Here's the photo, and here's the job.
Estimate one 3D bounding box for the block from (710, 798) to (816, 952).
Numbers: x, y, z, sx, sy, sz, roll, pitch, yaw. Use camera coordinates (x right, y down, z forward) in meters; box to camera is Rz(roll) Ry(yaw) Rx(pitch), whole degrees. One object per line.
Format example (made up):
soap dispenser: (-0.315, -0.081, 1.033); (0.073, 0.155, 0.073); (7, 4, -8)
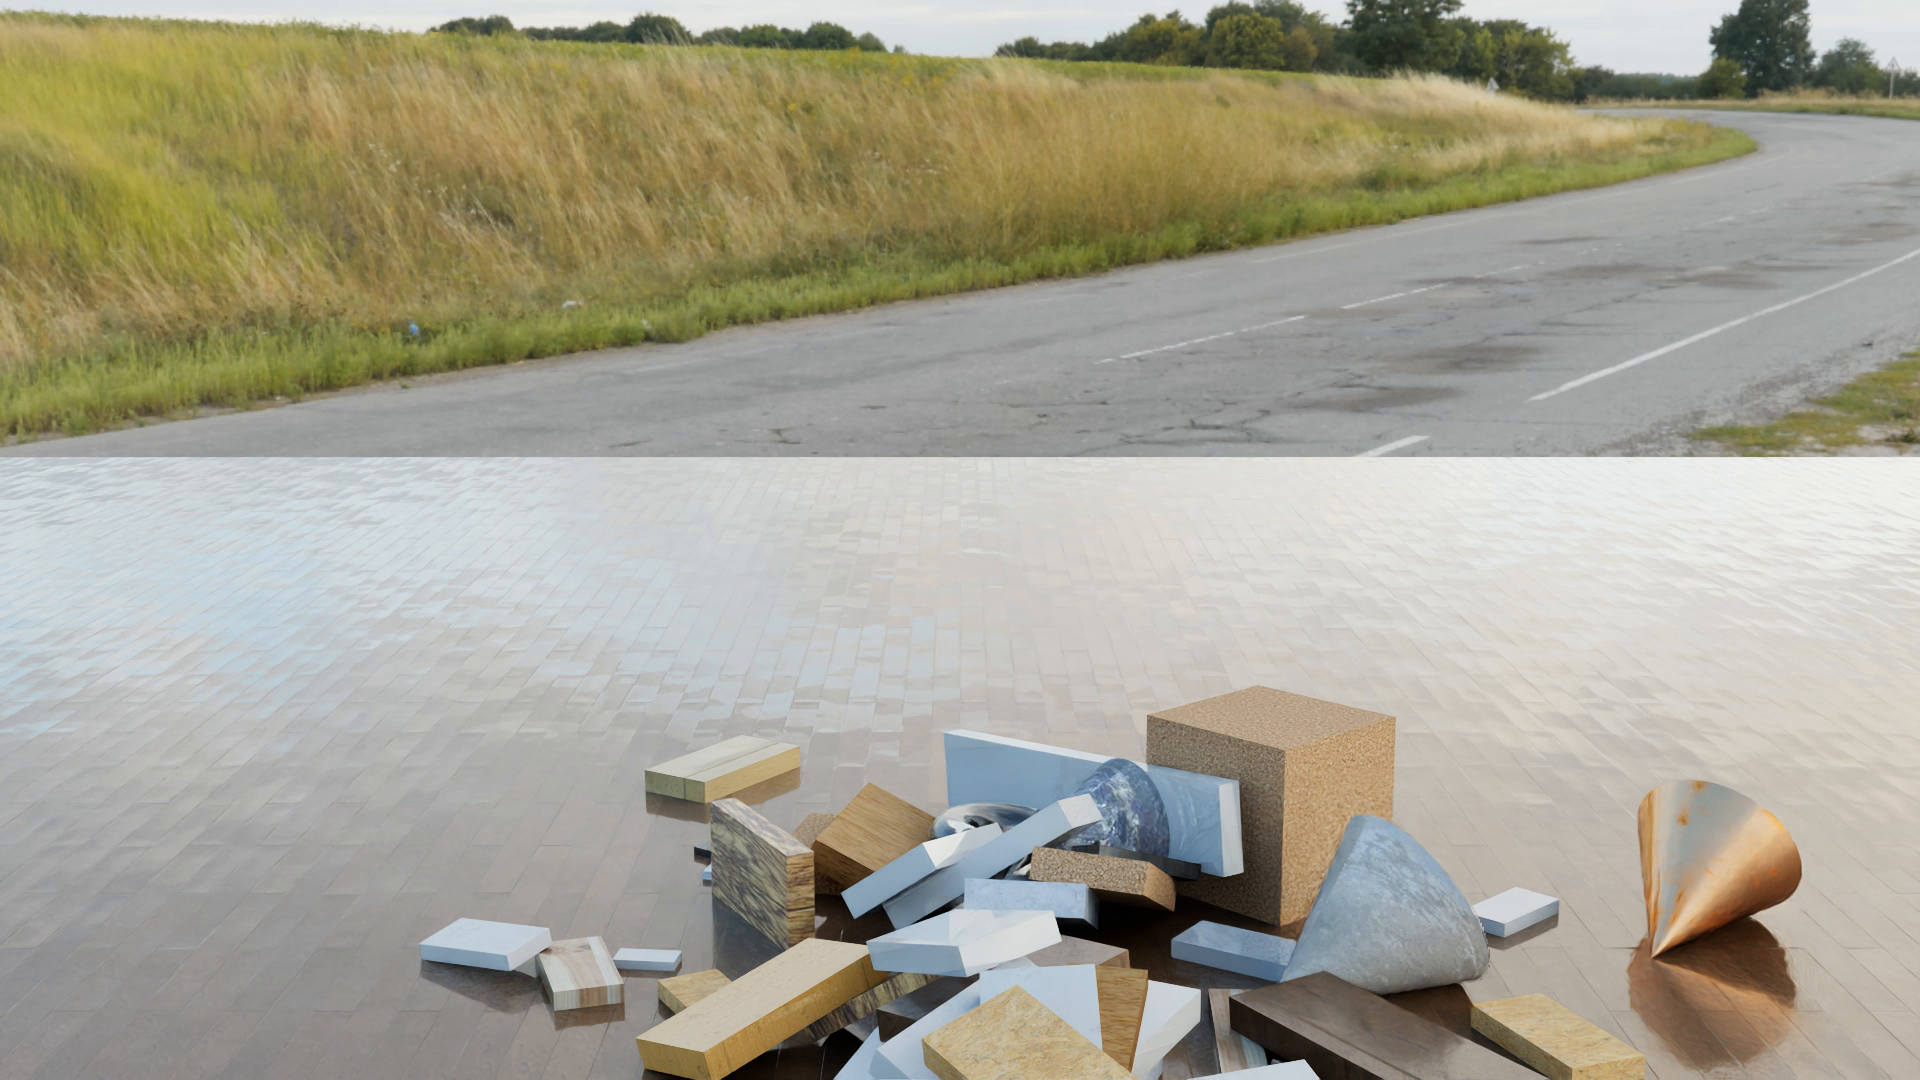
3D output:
block: (-0.320, 0.535, 3.531); (0.045, 0.159, 0.318); (-6, 12, -28)

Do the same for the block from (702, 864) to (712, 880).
block: (-0.385, 0.568, 3.752); (0.096, 0.014, 0.048); (2, 11, 12)

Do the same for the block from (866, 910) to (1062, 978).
block: (0.001, 0.536, 2.939); (0.144, 0.041, 0.288); (-15, -1, -28)

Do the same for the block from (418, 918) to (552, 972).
block: (-0.726, 0.617, 3.360); (0.187, 0.027, 0.094); (-1, 16, 33)

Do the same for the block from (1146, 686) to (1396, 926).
block: (0.519, 0.437, 3.693); (0.292, 0.292, 0.292); (-10, 14, -42)

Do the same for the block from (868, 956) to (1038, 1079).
block: (0.036, 0.627, 2.726); (0.144, 0.041, 0.288); (36, 35, 25)

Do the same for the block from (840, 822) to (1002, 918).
block: (-0.050, 0.522, 3.492); (0.159, 0.045, 0.318); (-33, -13, 18)

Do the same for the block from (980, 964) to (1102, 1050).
block: (0.099, 0.629, 2.633); (0.144, 0.041, 0.288); (-4, 33, 2)

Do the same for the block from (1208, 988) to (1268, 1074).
block: (0.385, 0.702, 3.017); (0.063, 0.018, 0.405); (1, 11, 3)

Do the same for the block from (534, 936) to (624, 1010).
block: (-0.571, 0.646, 3.288); (0.102, 0.029, 0.204); (-3, 11, -18)

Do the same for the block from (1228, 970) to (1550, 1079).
block: (0.577, 0.682, 2.864); (0.165, 0.047, 0.552); (-8, 11, -27)

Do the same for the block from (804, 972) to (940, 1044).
block: (-0.112, 0.631, 3.057); (0.204, 0.029, 0.102); (-30, -5, 17)

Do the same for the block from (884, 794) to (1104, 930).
block: (0.053, 0.503, 3.431); (0.330, 0.047, 0.165); (-33, -13, 16)

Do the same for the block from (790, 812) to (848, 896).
block: (-0.227, 0.542, 3.813); (0.148, 0.042, 0.297); (2, 11, 12)

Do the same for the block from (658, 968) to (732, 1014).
block: (-0.358, 0.669, 3.169); (0.094, 0.027, 0.187); (-6, 12, -28)

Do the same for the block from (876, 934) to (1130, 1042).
block: (0.062, 0.606, 2.931); (0.161, 0.046, 0.321); (3, 14, 45)

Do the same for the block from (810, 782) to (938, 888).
block: (-0.136, 0.518, 3.748); (0.165, 0.047, 0.330); (27, 15, 7)

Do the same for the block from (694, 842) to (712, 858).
block: (-0.415, 0.548, 3.859); (0.096, 0.014, 0.048); (8, 13, 35)

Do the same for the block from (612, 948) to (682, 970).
block: (-0.478, 0.641, 3.359); (0.096, 0.014, 0.048); (1, 11, 7)

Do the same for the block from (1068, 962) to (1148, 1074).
block: (0.155, 0.641, 2.670); (0.102, 0.029, 0.321); (3, 34, 13)

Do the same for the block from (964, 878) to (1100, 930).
block: (0.114, 0.556, 3.349); (0.175, 0.049, 0.349); (2, -12, 7)

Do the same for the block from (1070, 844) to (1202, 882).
block: (0.281, 0.517, 3.515); (0.187, 0.027, 0.094); (14, -14, -23)

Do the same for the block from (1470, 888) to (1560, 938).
block: (0.888, 0.600, 3.551); (0.163, 0.023, 0.081); (-10, 15, -43)

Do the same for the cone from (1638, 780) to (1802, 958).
cone: (1.141, 0.567, 3.460); (0.269, 0.269, 0.269); (9, 40, 40)

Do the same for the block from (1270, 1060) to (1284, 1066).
block: (0.441, 0.720, 2.869); (0.063, 0.018, 0.127); (17, 11, -1)

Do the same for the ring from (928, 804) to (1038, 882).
ring: (0.077, 0.521, 3.749); (0.266, 0.089, 0.266); (7, 11, -1)

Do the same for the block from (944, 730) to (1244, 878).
block: (0.211, 0.445, 3.809); (0.042, 0.148, 0.766); (-7, 6, -35)

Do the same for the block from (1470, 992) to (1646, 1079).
block: (0.822, 0.691, 3.035); (0.117, 0.033, 0.234); (-4, 11, -21)

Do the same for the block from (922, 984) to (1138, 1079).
block: (0.260, 0.718, 2.335); (0.144, 0.041, 0.828); (-24, 33, -29)

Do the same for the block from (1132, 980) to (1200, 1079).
block: (0.185, 0.657, 2.910); (0.161, 0.046, 0.321); (5, 12, 27)

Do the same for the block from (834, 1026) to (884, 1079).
block: (-0.071, 0.695, 2.860); (0.140, 0.040, 0.280); (5, 22, 23)

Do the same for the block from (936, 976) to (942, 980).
block: (-0.005, 0.653, 3.083); (0.140, 0.040, 0.280); (2, 21, 15)

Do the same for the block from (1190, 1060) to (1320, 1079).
block: (0.318, 0.723, 2.665); (0.321, 0.046, 0.161); (-3, 29, -25)

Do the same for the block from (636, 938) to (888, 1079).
block: (-0.270, 0.642, 3.025); (0.318, 0.045, 0.159); (-24, 13, -40)

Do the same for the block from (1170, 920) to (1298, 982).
block: (0.438, 0.631, 3.369); (0.204, 0.029, 0.102); (7, 13, 33)

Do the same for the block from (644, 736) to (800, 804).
block: (-0.464, 0.448, 4.319); (0.149, 0.042, 0.297); (7, 12, 32)

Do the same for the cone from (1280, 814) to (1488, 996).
cone: (0.558, 0.607, 3.218); (0.294, 0.294, 0.294); (-33, 23, -19)

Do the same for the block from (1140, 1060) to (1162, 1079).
block: (0.133, 0.719, 2.837); (0.175, 0.049, 0.349); (4, 11, 19)

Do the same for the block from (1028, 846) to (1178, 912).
block: (0.228, 0.530, 3.422); (0.175, 0.049, 0.349); (6, -12, 14)

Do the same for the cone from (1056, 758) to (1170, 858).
cone: (0.189, 0.486, 3.617); (0.220, 0.220, 0.220); (-7, 13, -35)
